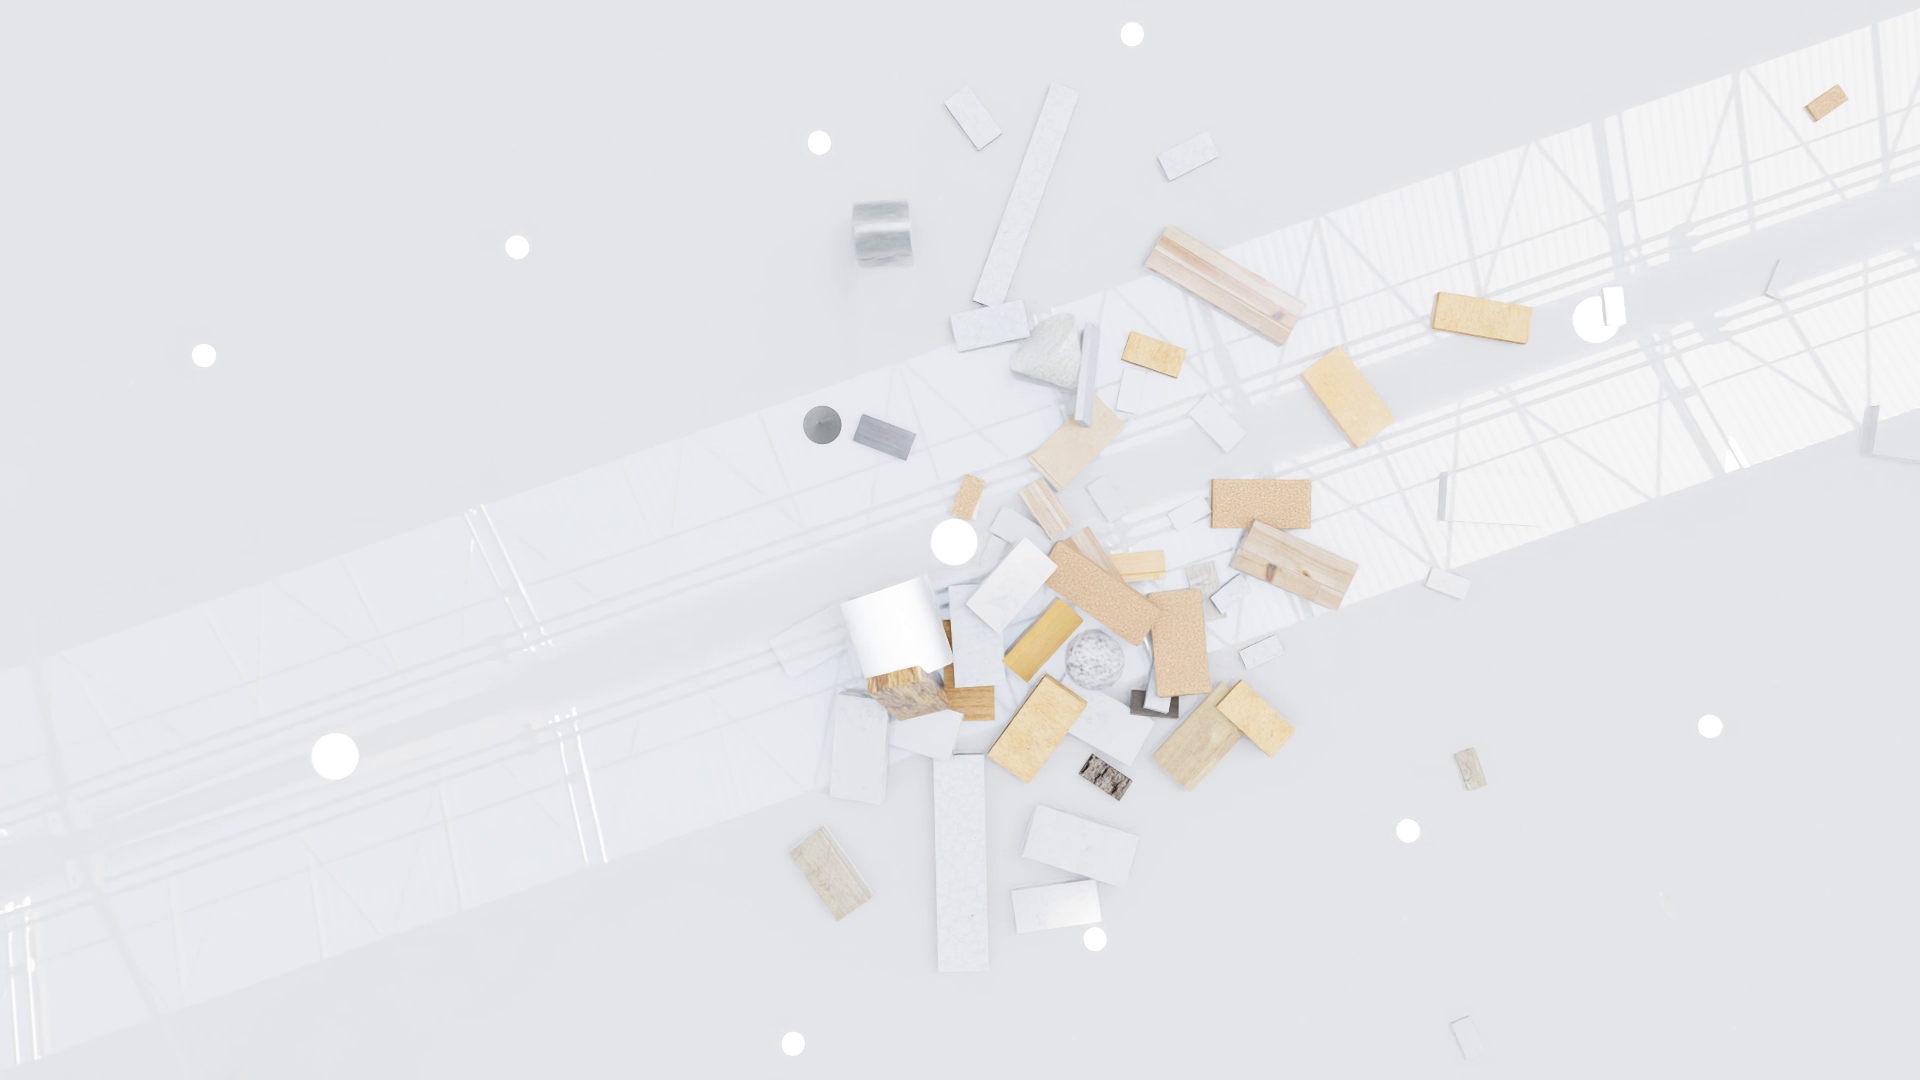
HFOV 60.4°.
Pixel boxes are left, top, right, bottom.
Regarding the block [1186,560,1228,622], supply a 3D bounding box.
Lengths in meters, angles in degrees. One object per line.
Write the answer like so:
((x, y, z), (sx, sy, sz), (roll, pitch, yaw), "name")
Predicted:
((0.819, 0.173, 5.486), (0.096, 0.027, 0.193), (-13, 90, 0), "block")

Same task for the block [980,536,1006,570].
((0.110, 0.043, 5.492), (0.054, 0.015, 0.109), (23, 90, 0), "block")

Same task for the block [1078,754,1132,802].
((0.485, 0.790, 5.489), (0.161, 0.023, 0.081), (34, 90, 0), "block")

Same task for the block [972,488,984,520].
((0.040, -0.127, 5.492), (0.054, 0.015, 0.109), (14, 90, 0), "block")

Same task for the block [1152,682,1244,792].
((0.815, 0.652, 5.476), (0.171, 0.048, 0.341), (43, 90, 0), "block")

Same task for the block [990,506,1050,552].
((0.204, -0.025, 5.486), (0.193, 0.027, 0.096), (31, 90, 0), "block")

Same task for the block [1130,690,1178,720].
((0.644, 0.545, 5.462), (0.161, 0.023, 0.081), (7, 69, -9), "block")

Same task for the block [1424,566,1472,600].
((1.624, 0.144, 5.490), (0.136, 0.019, 0.068), (21, 90, 0), "block")

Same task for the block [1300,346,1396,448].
((1.287, -0.474, 5.478), (0.155, 0.044, 0.310), (-37, 90, 0), "block")

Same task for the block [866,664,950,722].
((-0.162, 0.490, 5.249), (0.175, 0.350, 0.050), (-15, 67, 9), "block")

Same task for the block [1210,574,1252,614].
((0.897, 0.178, 5.470), (0.136, 0.019, 0.068), (-38, 96, -14), "block")

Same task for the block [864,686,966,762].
((-0.167, 0.603, 5.447), (0.334, 0.047, 0.167), (17, 91, 10), "block")

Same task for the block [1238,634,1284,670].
((1.003, 0.373, 5.490), (0.136, 0.019, 0.068), (-25, 90, 0), "block")

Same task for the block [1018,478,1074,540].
((0.286, -0.103, 5.471), (0.095, 0.027, 0.191), (-34, 85, -10), "block")

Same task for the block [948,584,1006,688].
((0.056, 0.312, 5.429), (0.167, 0.047, 0.334), (-4, 90, 0), "block")

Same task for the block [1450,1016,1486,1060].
((1.690, 1.657, 5.491), (0.066, 0.019, 0.131), (-23, 90, 0), "block")

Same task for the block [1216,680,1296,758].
((0.974, 0.588, 5.434), (0.245, 0.035, 0.122), (43, 90, 0), "block")

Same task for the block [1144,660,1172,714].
((0.662, 0.486, 5.459), (0.081, 0.023, 0.161), (16, 70, -6), "block")

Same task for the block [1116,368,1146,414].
((0.568, -0.496, 5.490), (0.071, 0.020, 0.142), (12, 90, 0), "block")

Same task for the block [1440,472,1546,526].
((1.771, -0.137, 5.477), (0.325, 0.046, 0.162), (4, 90, 0), "block")

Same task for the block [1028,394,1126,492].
((0.388, -0.323, 5.478), (0.310, 0.044, 0.155), (-45, 90, 0), "block")

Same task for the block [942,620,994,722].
((0.029, 0.432, 5.476), (0.167, 0.047, 0.334), (-1, 90, 0), "block")

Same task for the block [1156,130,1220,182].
((0.758, -1.275, 5.487), (0.185, 0.026, 0.092), (-27, 90, 0), "block")

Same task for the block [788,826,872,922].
((-0.429, 1.108, 5.480), (0.141, 0.040, 0.282), (-35, 90, 0), "block")

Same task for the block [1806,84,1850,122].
((2.886, -1.455, 5.491), (0.125, 0.018, 0.063), (-35, 90, 0), "block")

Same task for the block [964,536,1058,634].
((0.166, 0.148, 5.390), (0.148, 0.042, 0.295), (42, 83, -7), "block")

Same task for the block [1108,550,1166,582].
((0.584, 0.089, 5.486), (0.193, 0.027, 0.096), (-5, 90, 0), "block")

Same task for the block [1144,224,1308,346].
((0.882, -0.847, 5.478), (0.529, 0.044, 0.155), (30, 90, 0), "block")

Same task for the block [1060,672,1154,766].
((0.458, 0.595, 5.476), (0.334, 0.047, 0.167), (29, 90, 0), "block")

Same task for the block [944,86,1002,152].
((0.044, -1.402, 5.486), (0.098, 0.028, 0.196), (-36, 90, 0), "block")
